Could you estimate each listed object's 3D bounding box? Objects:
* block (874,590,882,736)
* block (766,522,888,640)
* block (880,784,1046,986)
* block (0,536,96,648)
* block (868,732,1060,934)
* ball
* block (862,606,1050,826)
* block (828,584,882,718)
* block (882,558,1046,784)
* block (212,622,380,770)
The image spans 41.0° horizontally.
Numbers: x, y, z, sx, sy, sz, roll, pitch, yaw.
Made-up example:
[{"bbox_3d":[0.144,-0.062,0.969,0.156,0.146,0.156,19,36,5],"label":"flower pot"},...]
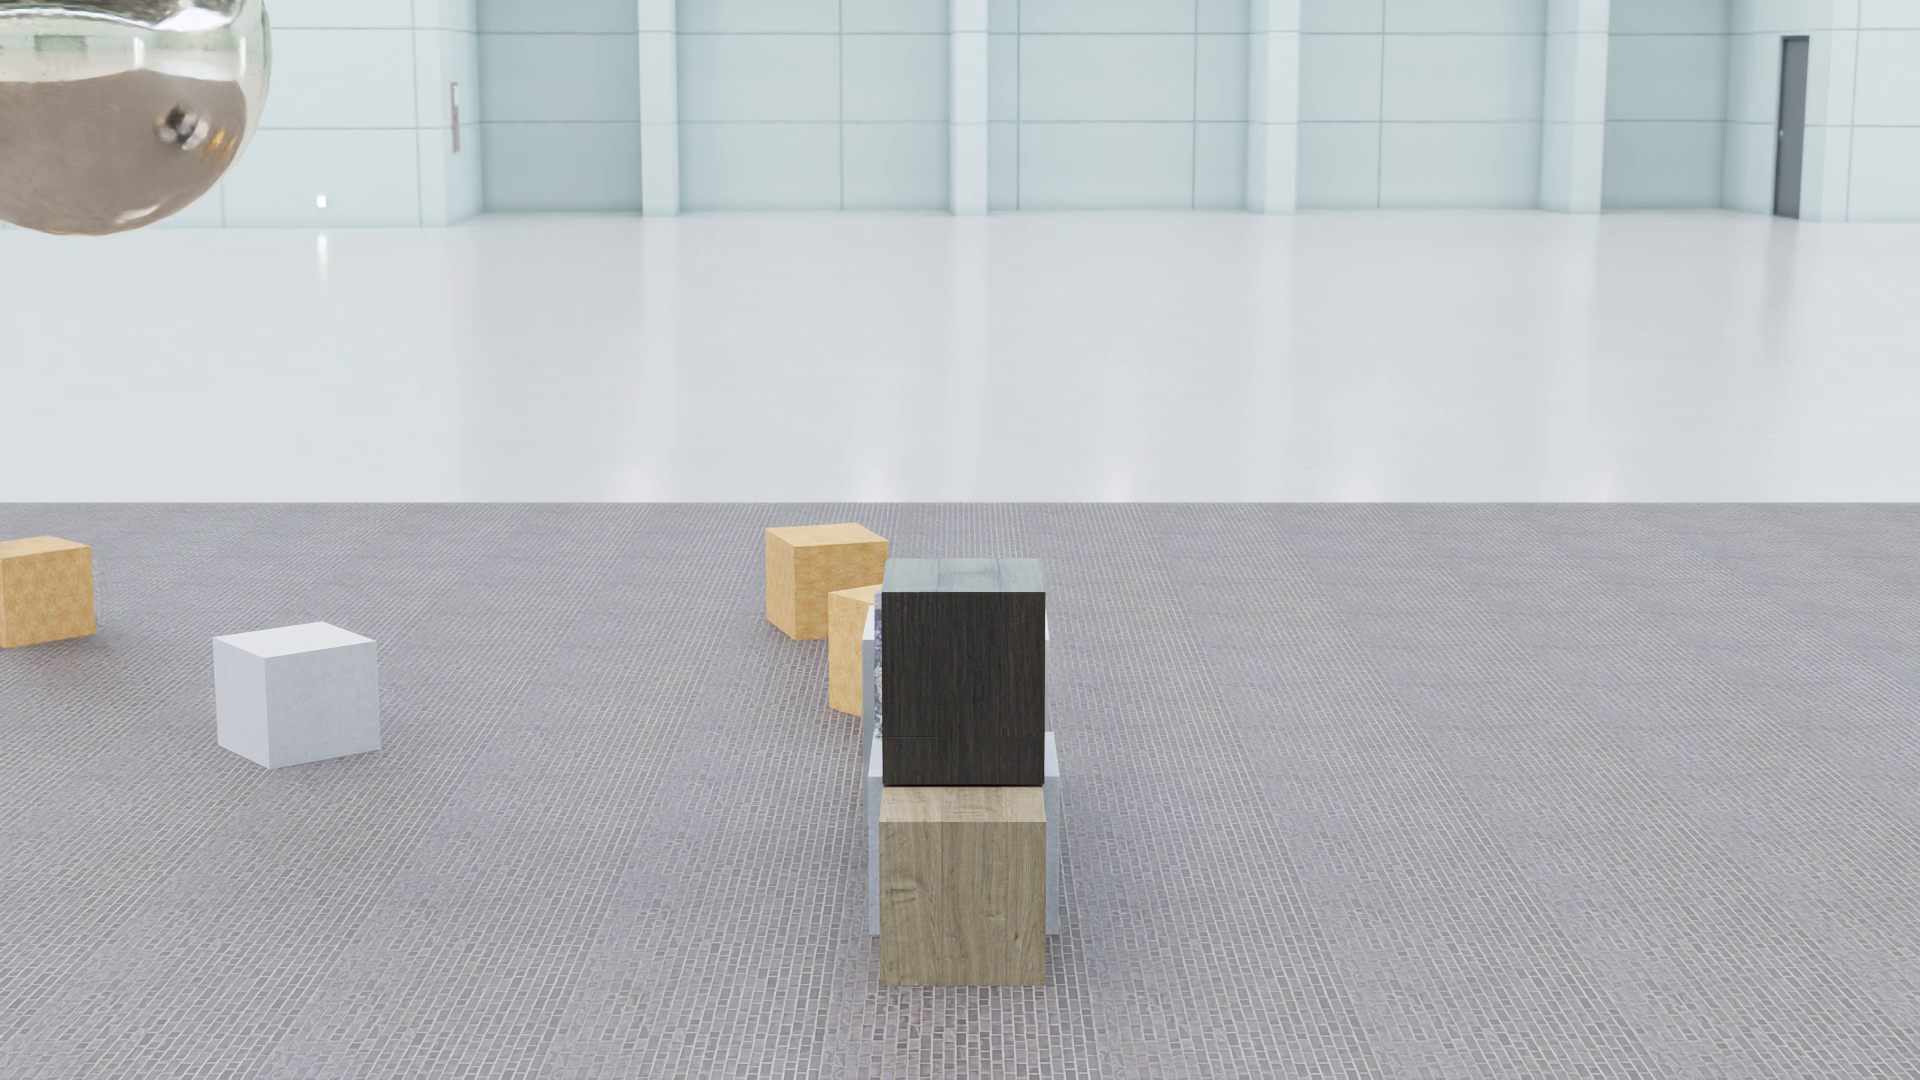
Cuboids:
[{"bbox_3d":[-0.080,0.537,11.373,0.599,0.554,0.617,0,6,-2],"label":"block"},{"bbox_3d":[-0.857,0.259,16.466,0.617,0.599,0.701,-4,11,-19],"label":"block"},{"bbox_3d":[0.010,1.359,10.240,0.645,0.662,0.594,0,10,0],"label":"block"},{"bbox_3d":[-5.896,0.320,16.232,0.551,0.563,0.590,10,14,43],"label":"block"},{"bbox_3d":[0.016,1.233,10.897,0.784,0.675,0.722,0,10,0],"label":"block"},{"bbox_3d":[-3.721,-2.078,10.803,1.600,1.600,1.600,0,10,0],"label":"ball"},{"bbox_3d":[-0.017,0.839,12.432,0.875,0.901,0.779,0,10,1],"label":"block"},{"bbox_3d":[-0.202,0.620,14.317,0.783,0.658,0.721,-9,13,-39],"label":"block"},{"bbox_3d":[0.014,0.532,10.652,0.655,0.792,0.726,0,10,0],"label":"block"},{"bbox_3d":[-3.490,0.807,13.497,0.623,0.584,0.630,-8,13,-39],"label":"block"}]
